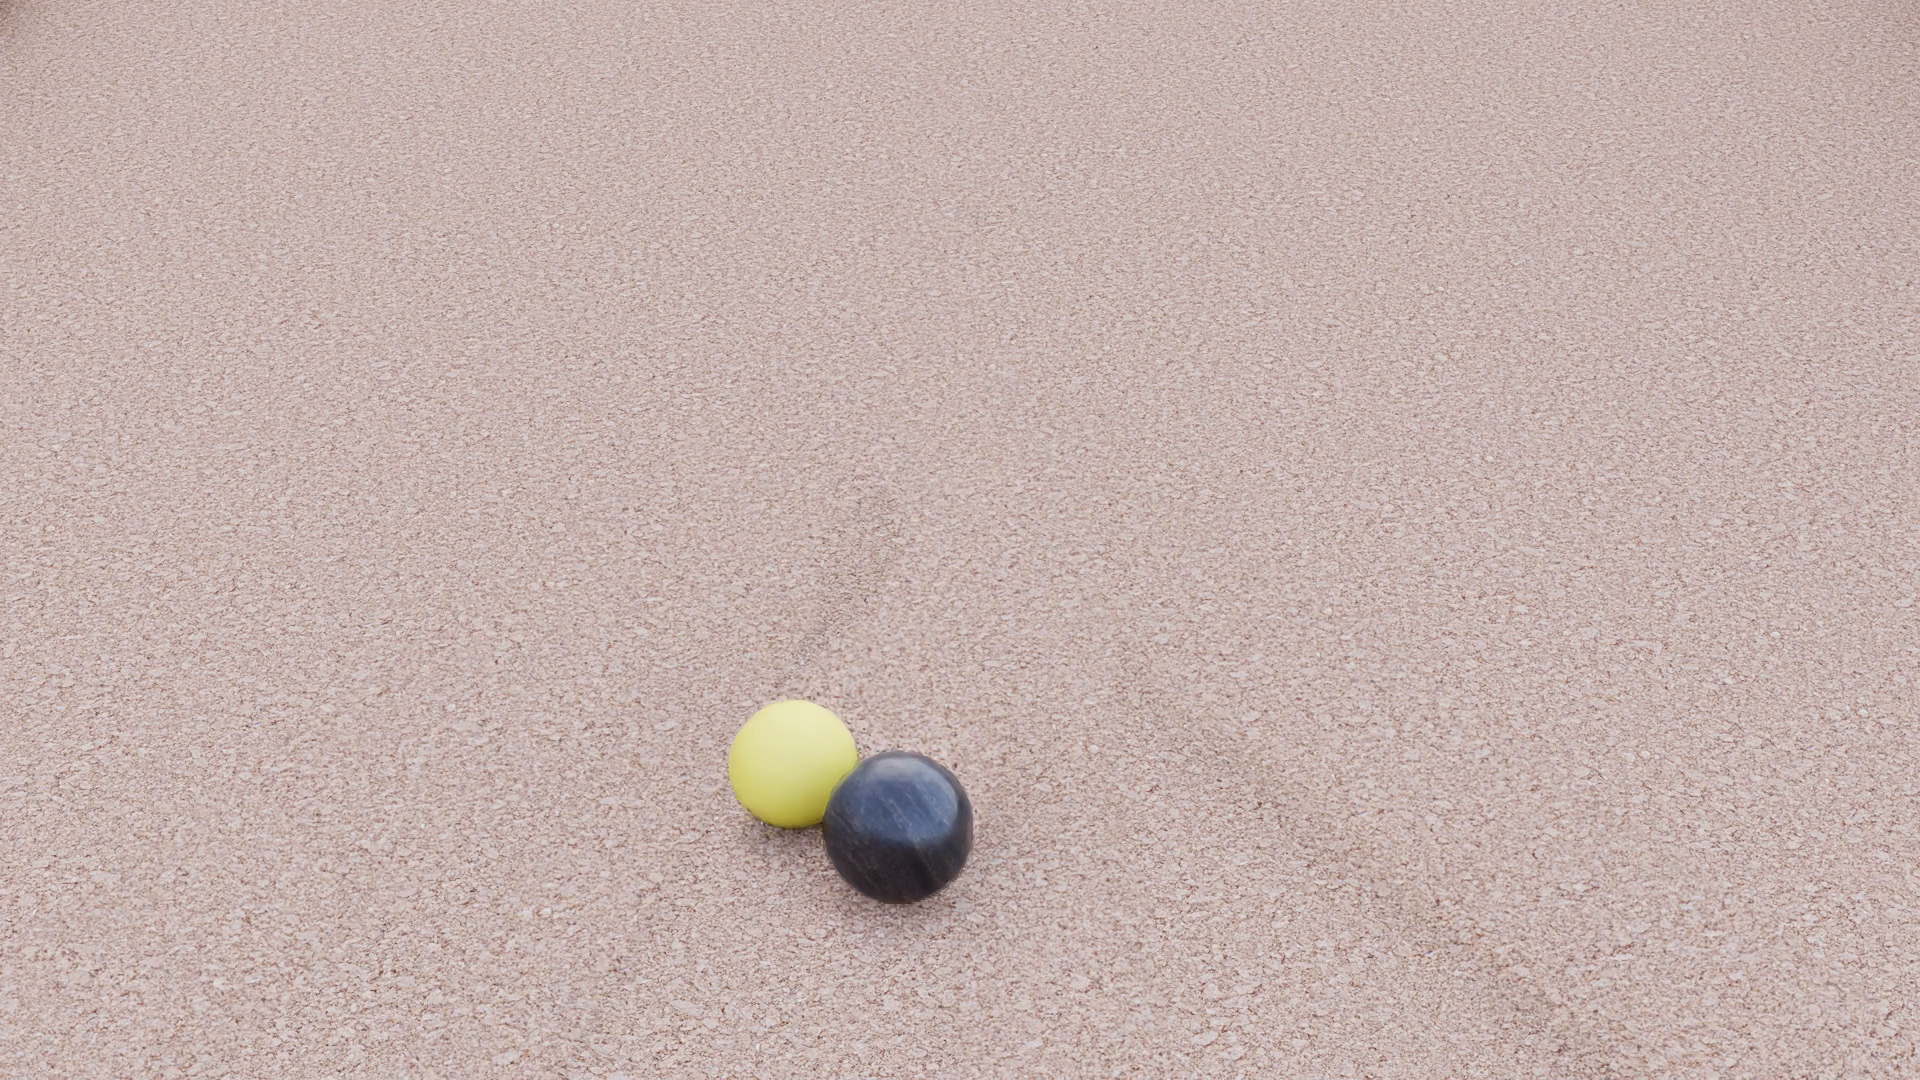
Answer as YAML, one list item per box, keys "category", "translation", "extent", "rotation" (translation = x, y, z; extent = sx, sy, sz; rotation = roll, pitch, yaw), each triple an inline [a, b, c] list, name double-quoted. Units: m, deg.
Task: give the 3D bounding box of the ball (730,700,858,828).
- category: "ball"
  translation: [-0.085, 0.115, 1.510]
  extent: [0.066, 0.066, 0.066]
  rotation: [0, 29, 0]

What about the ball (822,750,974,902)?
- category: "ball"
  translation: [-0.030, 0.141, 1.453]
  extent: [0.075, 0.075, 0.075]
  rotation: [0, 29, 0]
